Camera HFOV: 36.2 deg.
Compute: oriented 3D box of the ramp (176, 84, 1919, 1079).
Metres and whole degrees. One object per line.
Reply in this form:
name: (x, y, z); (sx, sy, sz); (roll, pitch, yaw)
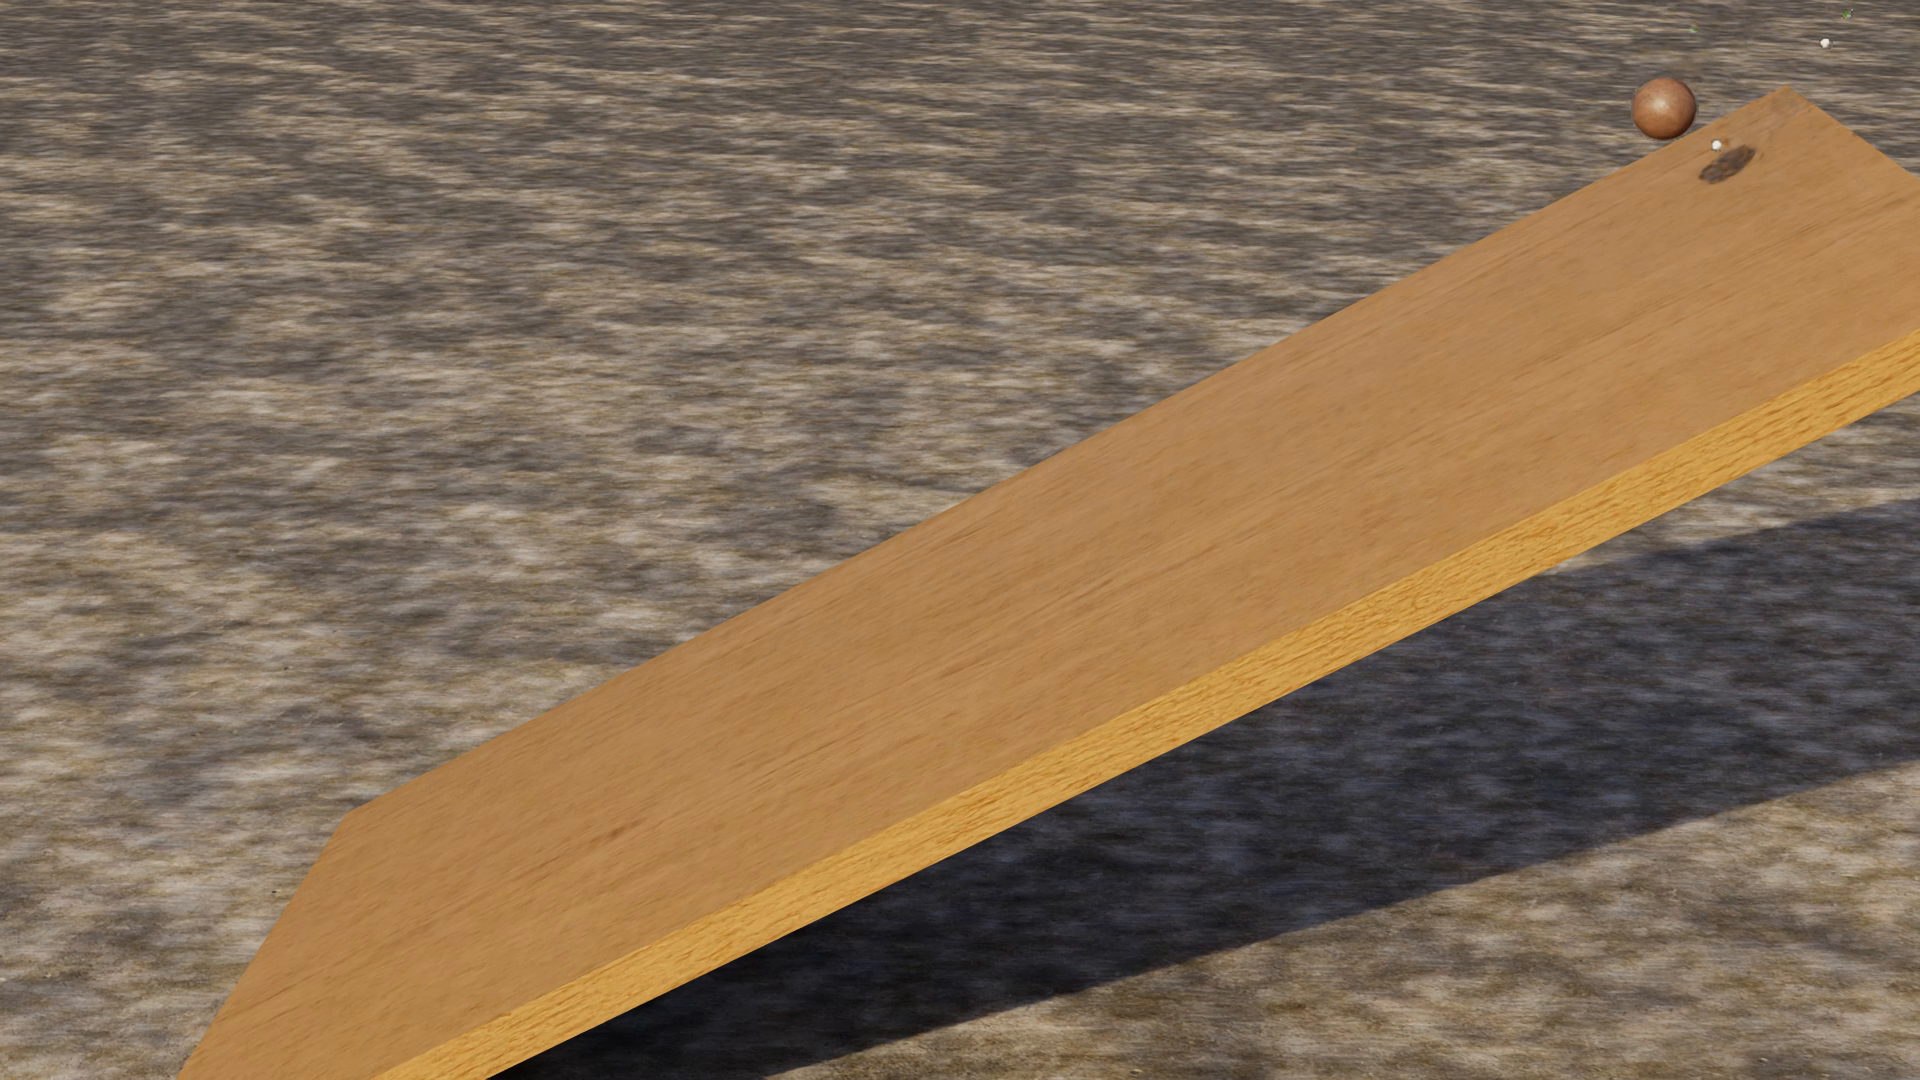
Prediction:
ramp: (0.141, 0.167, 6.282); (4.000, 0.100, 2.000); (-27, 14, 11)
